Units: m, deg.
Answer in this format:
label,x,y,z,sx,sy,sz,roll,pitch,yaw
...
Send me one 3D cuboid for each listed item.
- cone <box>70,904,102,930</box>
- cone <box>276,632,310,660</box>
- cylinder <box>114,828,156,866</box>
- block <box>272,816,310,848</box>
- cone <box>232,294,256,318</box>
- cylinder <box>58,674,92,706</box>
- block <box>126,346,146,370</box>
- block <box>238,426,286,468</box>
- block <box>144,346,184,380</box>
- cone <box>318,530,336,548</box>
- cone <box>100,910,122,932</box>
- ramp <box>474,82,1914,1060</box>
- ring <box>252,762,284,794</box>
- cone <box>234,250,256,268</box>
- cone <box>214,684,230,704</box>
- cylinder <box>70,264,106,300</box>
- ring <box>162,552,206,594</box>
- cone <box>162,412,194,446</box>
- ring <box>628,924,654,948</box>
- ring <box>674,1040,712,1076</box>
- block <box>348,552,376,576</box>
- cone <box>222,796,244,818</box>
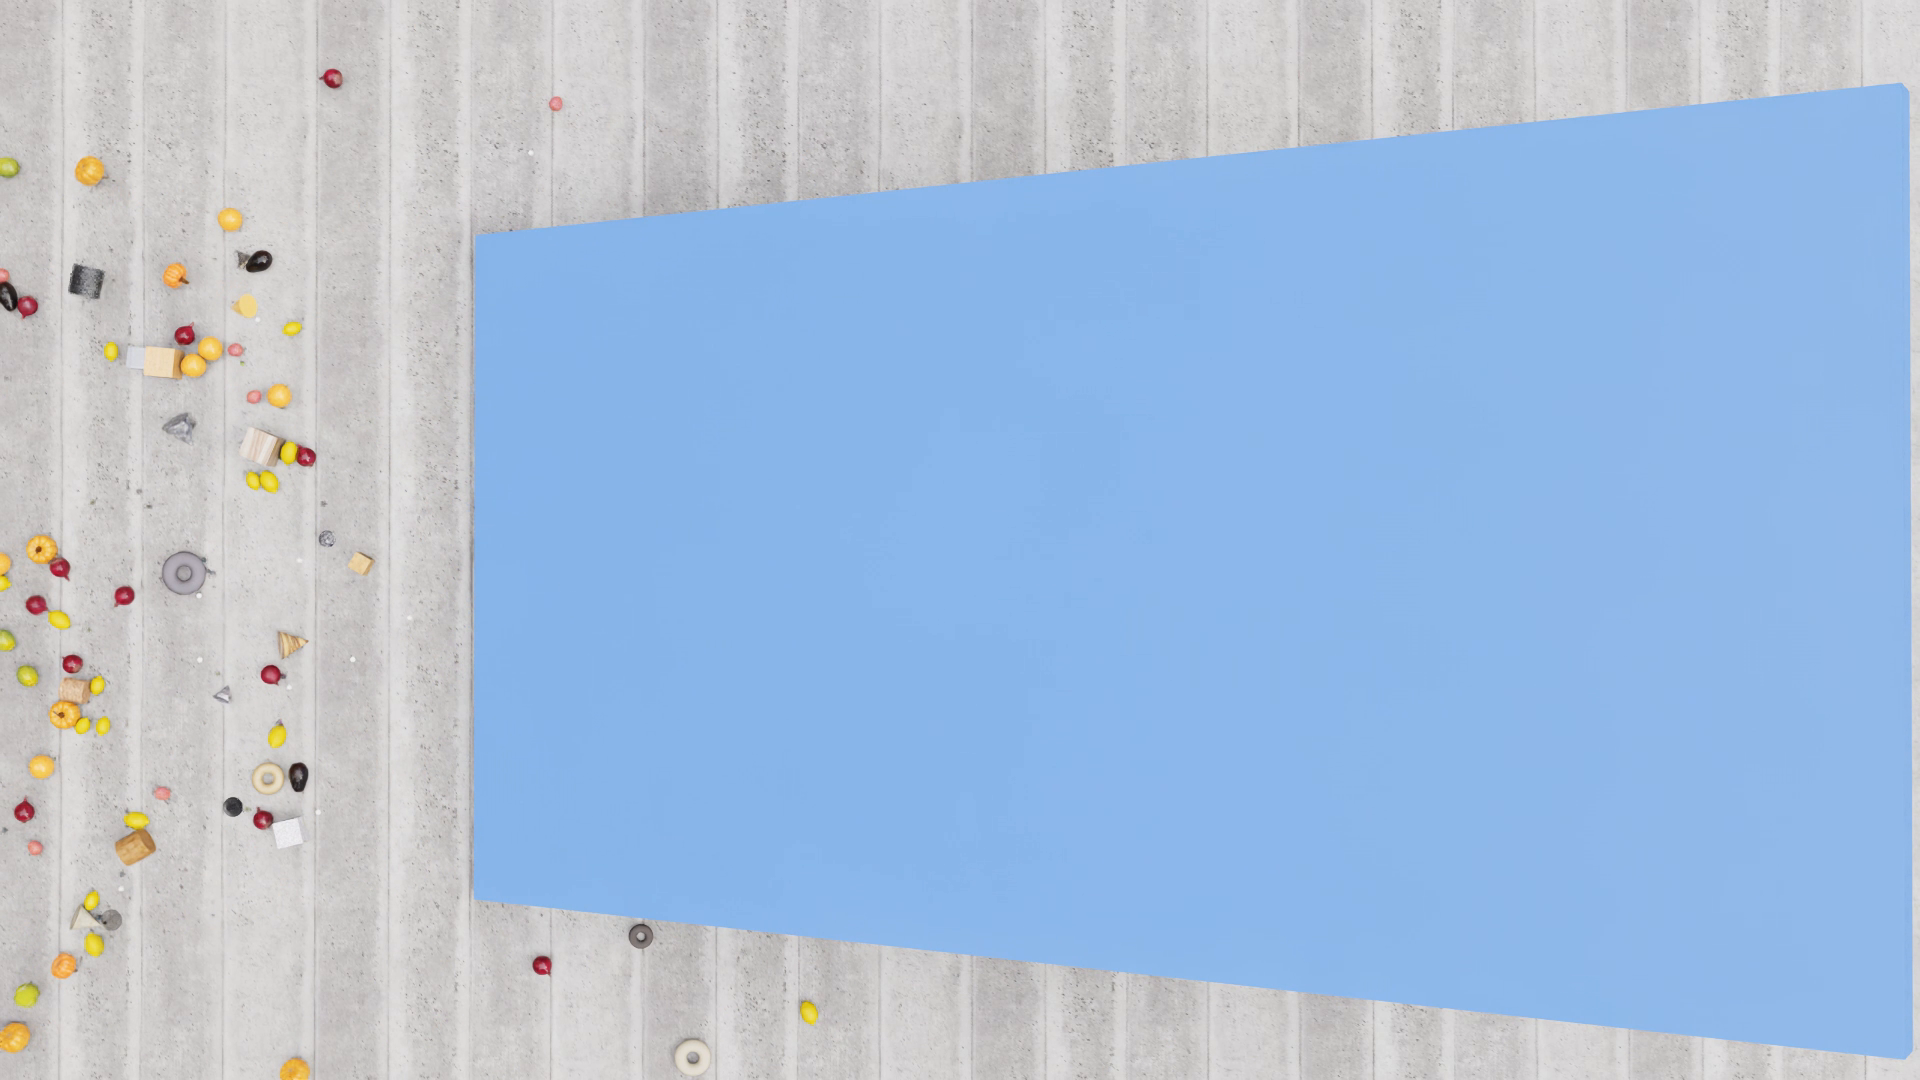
label,x,y,z,sx,sy,sz,roll,pitch,yaw
cone,-2.646,1.158,6.677,0.082,0.082,0.082,25,89,-26
cone,-2.021,0.313,6.683,0.088,0.088,0.088,-8,89,-27
cylinder,-2.497,0.928,6.656,0.084,0.084,0.084,-29,90,0
block,-2.024,0.884,6.659,0.077,0.077,0.077,-13,90,0
cone,-2.195,-0.711,6.696,0.073,0.073,0.073,-4,89,27
cylinder,-2.682,0.455,6.666,0.071,0.071,0.071,24,89,23
block,-2.487,-0.551,6.679,0.064,0.064,0.064,5,89,0
block,-2.113,-0.282,6.663,0.090,0.090,0.090,23,90,0
block,-2.413,-0.536,6.667,0.087,0.087,0.087,5,89,0
cone,-1.930,-0.004,6.679,0.053,0.053,0.053,0,89,0
cone,-2.584,1.157,6.662,0.066,0.066,0.066,0,89,0
ramp,0.261,0.072,5.603,4.000,0.100,2.000,0,89,32
ring,-2.103,0.725,6.683,0.099,0.033,0.099,0,89,-1
cone,-2.174,-0.858,6.701,0.058,0.058,0.058,-11,89,-27
cone,-2.235,0.462,6.690,0.054,0.054,0.054,21,63,0
cylinder,-2.647,-0.782,6.670,0.087,0.087,0.087,12,89,0
ring,-2.358,0.101,6.683,0.133,0.044,0.133,0,91,-1
cone,-2.358,-0.322,6.687,0.097,0.097,0.097,-27,116,0
ring,-0.969,1.205,6.683,0.075,0.025,0.075,0,90,-1
ring,-0.811,1.571,6.674,0.112,0.037,0.112,0,90,1
block,-1.818,0.071,6.679,0.052,0.052,0.052,30,90,0
cone,-2.215,0.813,6.668,0.061,0.061,0.061,0,89,0
